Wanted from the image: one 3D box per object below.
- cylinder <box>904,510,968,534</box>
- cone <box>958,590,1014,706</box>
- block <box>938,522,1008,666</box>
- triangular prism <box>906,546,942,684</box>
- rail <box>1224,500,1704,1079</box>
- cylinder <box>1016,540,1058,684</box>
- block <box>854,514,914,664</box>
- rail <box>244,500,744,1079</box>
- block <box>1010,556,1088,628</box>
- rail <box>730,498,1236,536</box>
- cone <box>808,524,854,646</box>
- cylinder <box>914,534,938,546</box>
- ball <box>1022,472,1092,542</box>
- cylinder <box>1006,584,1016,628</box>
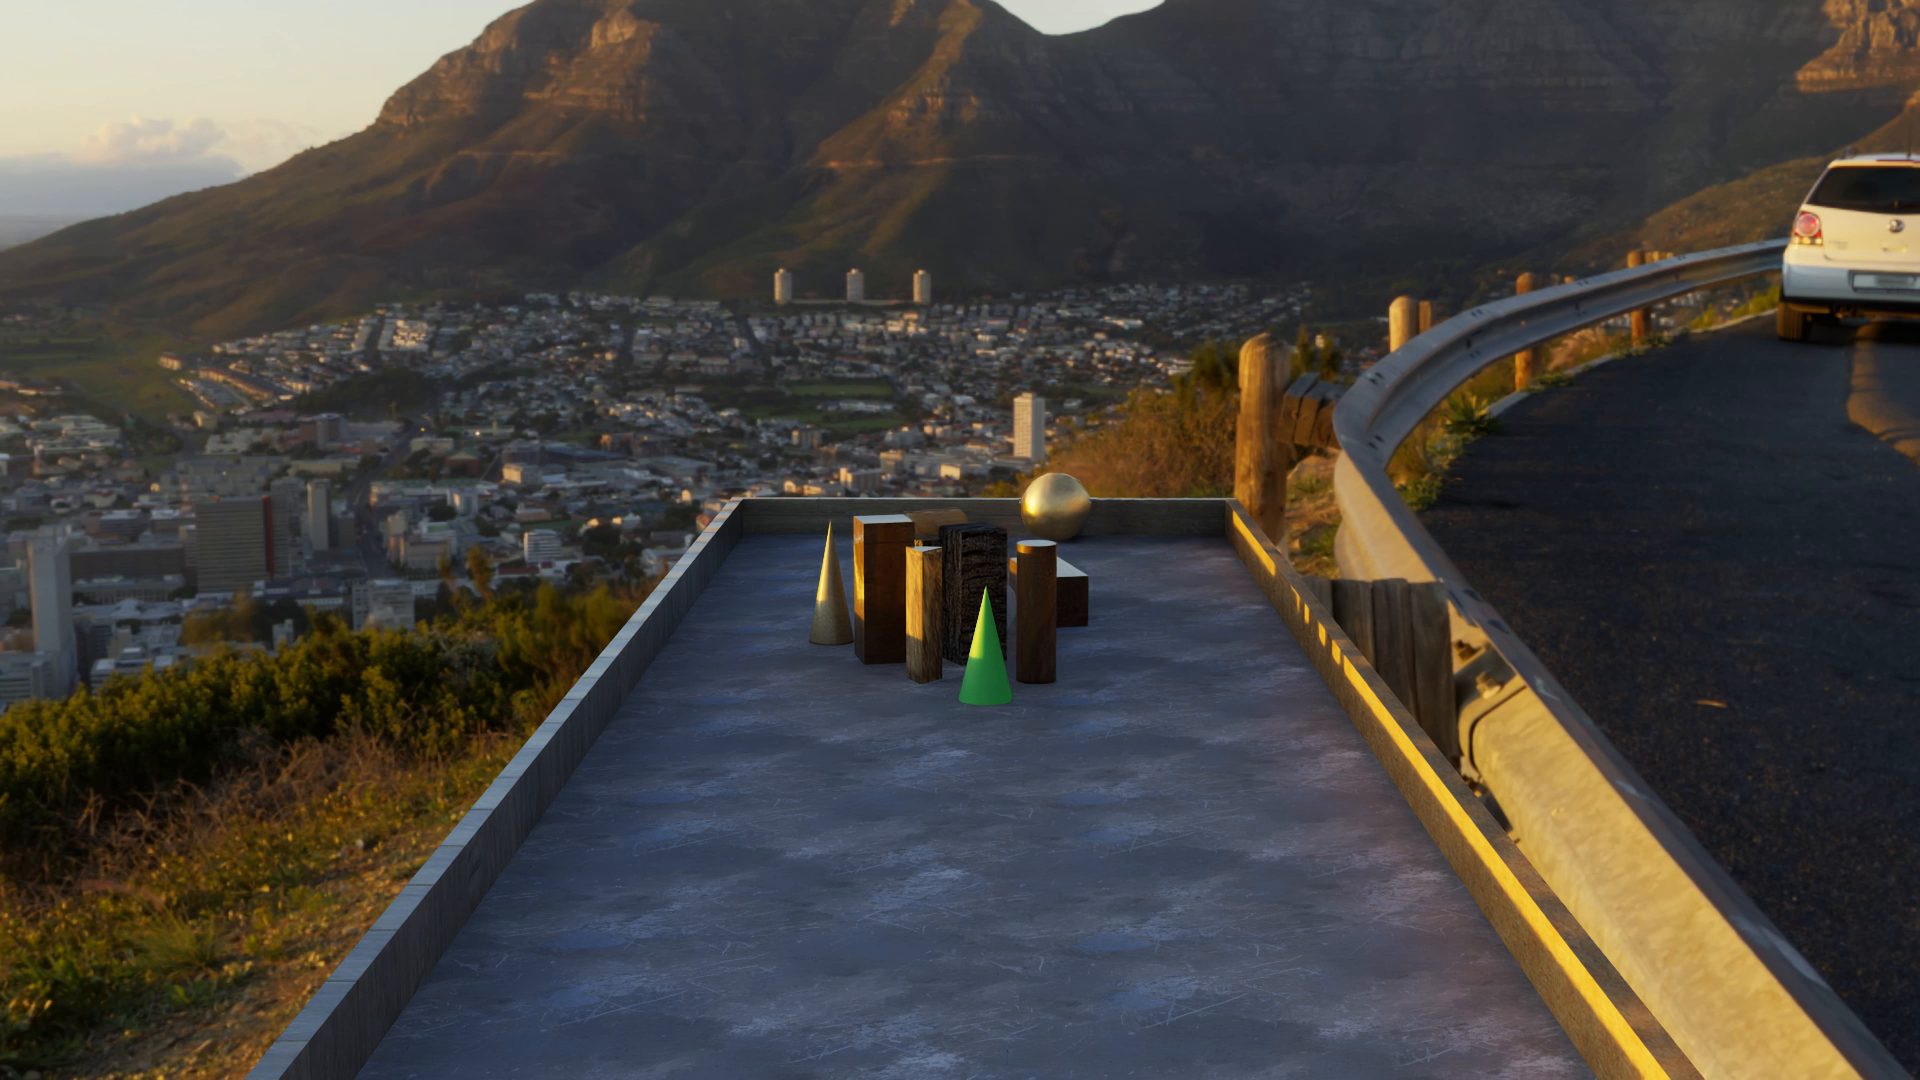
[{"bbox_3d":[-0.141,-0.044,8.851,0.318,0.137,0.137,-5,10,-27],"label":"cylinder"},{"bbox_3d":[0.073,0.286,6.163,0.154,0.325,0.154,0,9,0],"label":"cone"},{"bbox_3d":[0.039,0.162,6.692,0.154,0.405,0.154,-4,10,-26],"label":"block"},{"bbox_3d":[-0.119,0.215,6.408,0.090,0.389,0.103,6,11,34],"label":"triangular prism"},{"bbox_3d":[1.046,0.843,3.208,0.050,0.150,12.000,0,9,1],"label":"rail"},{"bbox_3d":[0.223,0.209,6.397,0.116,0.405,0.116,0,9,0],"label":"cylinder"},{"bbox_3d":[-0.231,0.149,6.694,0.156,0.431,0.156,-2,9,-14],"label":"block"},{"bbox_3d":[-1.004,0.839,3.234,0.050,0.150,12.000,0,9,1],"label":"rail"},{"bbox_3d":[0.295,0.172,7.389,0.168,0.168,0.403,-2,9,-12],"label":"block"},{"bbox_3d":[0.099,-0.098,9.147,2.100,0.150,0.050,0,9,1],"label":"rail"},{"bbox_3d":[-0.408,0.129,6.954,0.145,0.388,0.145,0,9,0],"label":"cone"},{"bbox_3d":[-0.108,0.157,6.953,0.126,0.334,0.126,0,9,0],"label":"cylinder"},{"bbox_3d":[0.393,-0.135,8.962,0.282,0.282,0.282,0,9,0],"label":"ball"},{"bbox_3d":[0.013,0.197,7.227,0.170,0.170,0.347,-7,11,-37],"label":"cylinder"}]
